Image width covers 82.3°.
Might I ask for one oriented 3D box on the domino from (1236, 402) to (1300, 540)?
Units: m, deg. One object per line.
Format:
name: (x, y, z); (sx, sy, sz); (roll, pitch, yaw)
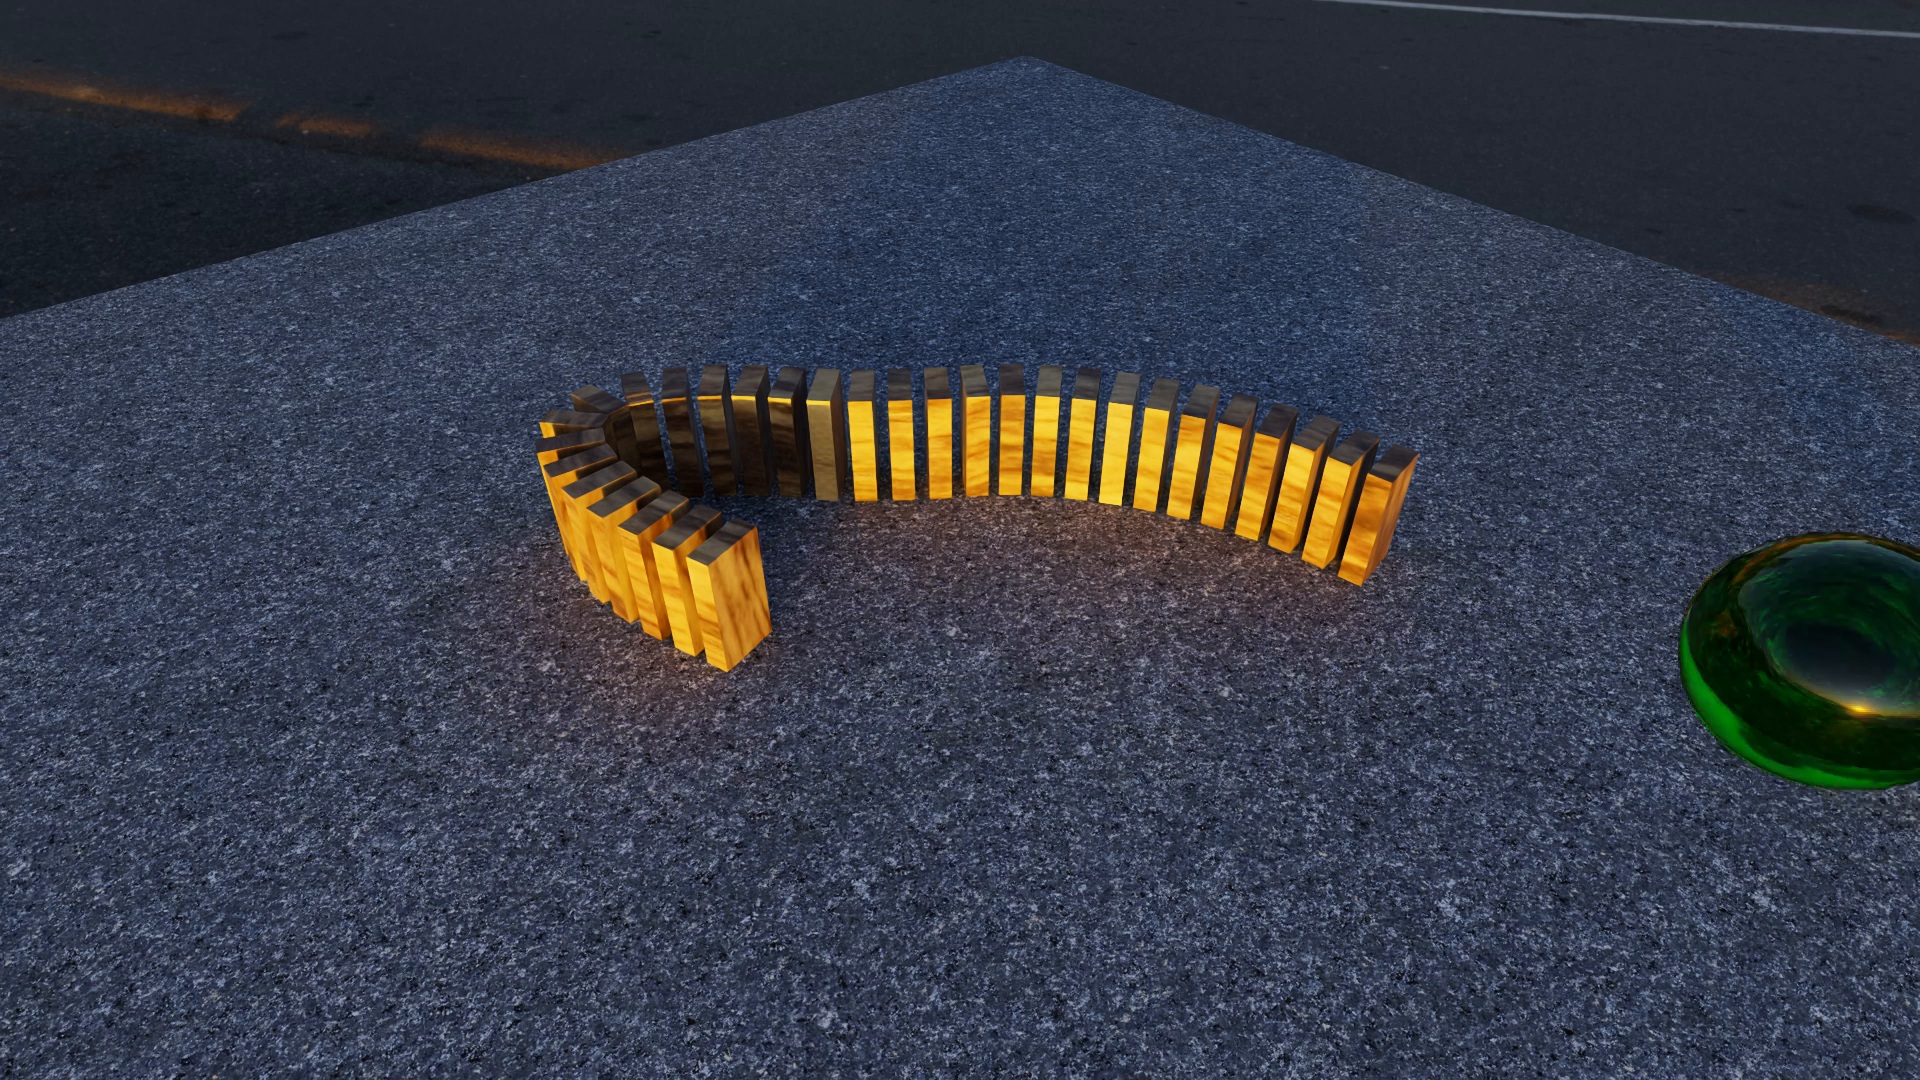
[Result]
domino: (0.124, -0.027, 0.445); (0.009, 0.050, 0.025); (20, 44, 23)

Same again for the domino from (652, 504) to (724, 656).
domino: (-0.094, 0.015, 0.394); (0.010, 0.050, 0.025); (21, 44, 23)

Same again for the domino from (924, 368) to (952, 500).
domino: (-0.009, -0.045, 0.466); (0.009, 0.050, 0.025); (-3, 39, -4)

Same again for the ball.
ball: (0.272, 0.037, 0.342); (0.080, 0.080, 0.080); (0, 39, 0)

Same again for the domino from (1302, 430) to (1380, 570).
domino: (0.149, -0.016, 0.431); (0.009, 0.050, 0.025); (29, 47, 31)

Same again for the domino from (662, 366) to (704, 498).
domino: (-0.117, -0.045, 0.467); (0.010, 0.050, 0.025); (-6, 40, -8)

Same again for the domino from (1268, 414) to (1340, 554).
domino: (0.137, -0.022, 0.438); (0.009, 0.050, 0.025); (26, 46, 28)

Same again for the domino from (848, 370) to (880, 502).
domino: (-0.040, -0.044, 0.465); (0.009, 0.050, 0.025); (0, 39, -1)

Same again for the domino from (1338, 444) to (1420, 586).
domino: (0.161, -0.009, 0.423); (0.010, 0.050, 0.025); (28, 47, 29)

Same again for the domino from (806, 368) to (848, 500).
domino: (-0.056, -0.044, 0.465); (0.009, 0.050, 0.025); (3, 39, 4)

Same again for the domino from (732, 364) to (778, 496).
domino: (-0.086, -0.046, 0.468); (0.009, 0.050, 0.025); (3, 39, 3)

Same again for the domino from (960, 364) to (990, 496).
domino: (0.006, -0.046, 0.468); (0.009, 0.050, 0.025); (-4, 40, -5)

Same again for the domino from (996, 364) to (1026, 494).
domino: (0.021, -0.047, 0.469); (0.009, 0.050, 0.025); (0, 39, 0)

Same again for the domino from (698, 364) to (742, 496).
domino: (-0.102, -0.046, 0.468); (0.009, 0.050, 0.025); (-3, 39, -3)

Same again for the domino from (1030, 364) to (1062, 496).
domino: (0.037, -0.046, 0.468); (0.010, 0.050, 0.025); (5, 40, 6)

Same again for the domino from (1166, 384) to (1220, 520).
domino: (0.096, -0.036, 0.456); (0.009, 0.050, 0.025); (15, 42, 18)

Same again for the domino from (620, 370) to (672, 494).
domino: (-0.132, -0.043, 0.464); (0.009, 0.050, 0.025); (-14, 41, -17)

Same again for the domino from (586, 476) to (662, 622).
domino: (-0.120, 0.004, 0.407); (0.010, 0.050, 0.025); (27, 47, 29)

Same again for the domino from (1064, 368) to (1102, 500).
domino: (0.052, -0.045, 0.466); (0.009, 0.050, 0.025); (7, 40, 9)

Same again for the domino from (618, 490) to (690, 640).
domino: (-0.107, 0.010, 0.400); (0.010, 0.050, 0.025); (22, 44, 25)

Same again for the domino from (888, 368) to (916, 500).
domino: (-0.025, -0.044, 0.466); (0.010, 0.050, 0.025); (-2, 39, -3)

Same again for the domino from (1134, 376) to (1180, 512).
domino: (0.082, -0.040, 0.460); (0.010, 0.050, 0.025); (12, 41, 14)

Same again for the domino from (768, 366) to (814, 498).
domino: (-0.071, -0.045, 0.467); (0.009, 0.050, 0.025); (5, 40, 6)

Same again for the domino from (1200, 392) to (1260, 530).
domino: (0.110, -0.032, 0.451); (0.010, 0.050, 0.025); (18, 43, 21)

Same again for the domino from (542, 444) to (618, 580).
domino: (-0.141, -0.010, 0.424); (0.025, 0.050, 0.009); (-24, 45, -26)

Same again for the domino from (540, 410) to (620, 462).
domino: (-0.151, -0.028, 0.446); (0.025, 0.050, 0.010); (6, 40, 7)

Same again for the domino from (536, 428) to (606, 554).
domino: (-0.148, -0.019, 0.434); (0.025, 0.050, 0.010); (-13, 41, -15)

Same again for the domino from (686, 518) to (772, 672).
domino: (-0.081, 0.020, 0.387); (0.010, 0.050, 0.025); (21, 44, 24)

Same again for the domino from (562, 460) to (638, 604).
domino: (-0.131, -0.003, 0.415); (0.025, 0.050, 0.009); (-32, 49, -33)

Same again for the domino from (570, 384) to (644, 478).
domino: (-0.145, -0.037, 0.457); (0.025, 0.050, 0.009); (27, 46, 29)

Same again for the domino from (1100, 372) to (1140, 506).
domino: (0.067, -0.042, 0.463); (0.009, 0.050, 0.025); (9, 40, 11)
